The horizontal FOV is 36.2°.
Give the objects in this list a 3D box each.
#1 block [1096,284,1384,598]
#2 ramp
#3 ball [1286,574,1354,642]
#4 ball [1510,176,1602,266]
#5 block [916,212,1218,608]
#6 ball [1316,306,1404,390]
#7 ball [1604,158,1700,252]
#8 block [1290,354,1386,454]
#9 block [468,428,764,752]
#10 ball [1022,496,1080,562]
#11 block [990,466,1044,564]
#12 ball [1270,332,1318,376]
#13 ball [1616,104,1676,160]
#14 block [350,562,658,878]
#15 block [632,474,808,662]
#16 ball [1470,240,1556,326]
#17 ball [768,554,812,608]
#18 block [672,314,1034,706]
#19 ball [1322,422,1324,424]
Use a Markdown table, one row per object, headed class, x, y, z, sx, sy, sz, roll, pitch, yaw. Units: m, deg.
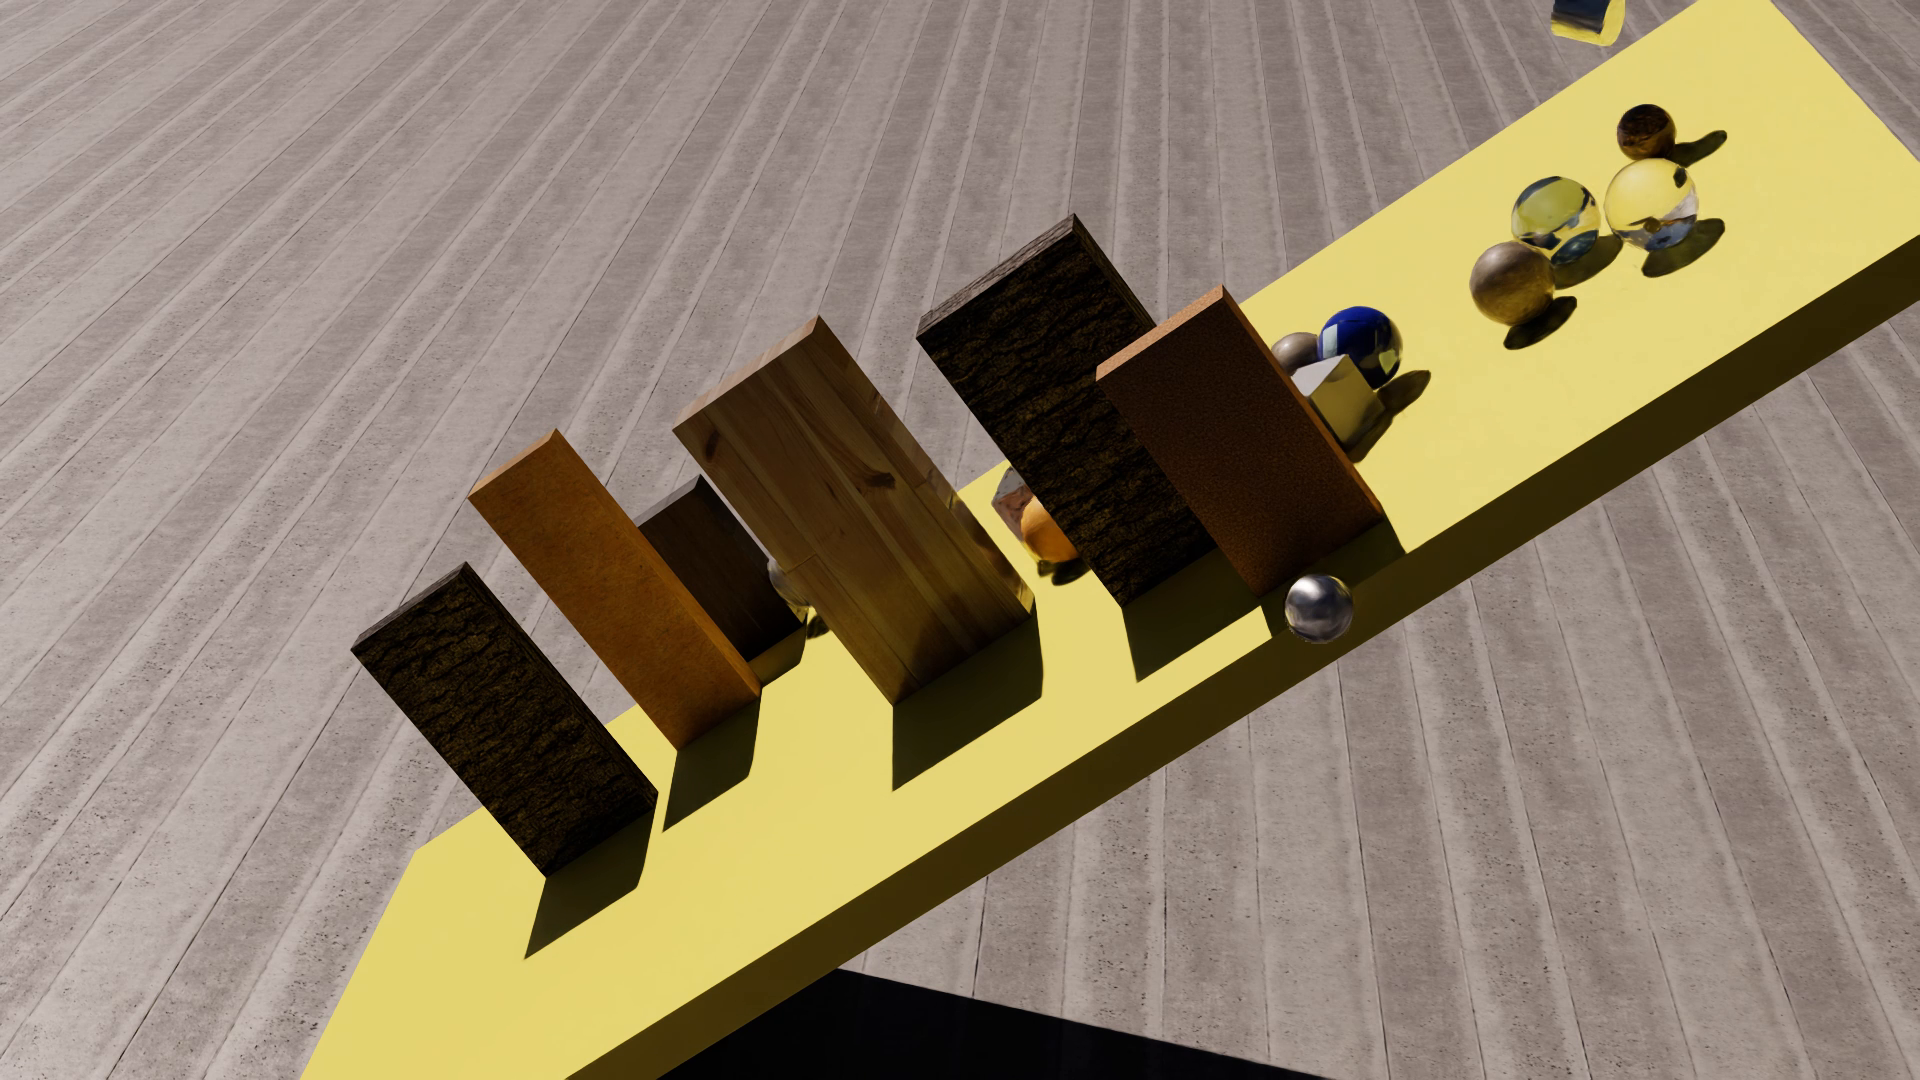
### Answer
| class | x | y | z | sx | sy | sz | roll | pitch | yaw |
| --- | --- | --- | --- | --- | --- | --- | --- | --- | --- |
| block | 0.508 | -0.175 | 5.329 | 0.274 | 0.515 | 0.084 | -33 | 16 | 16 |
| ramp | 0.132 | 0.176 | 6.314 | 4.000 | 0.100 | 2.000 | -33 | 16 | 16 |
| ball | 0.621 | 0.117 | 5.078 | 0.119 | 0.119 | 0.119 | 0 | 22 | 0 |
| ball | 1.172 | -0.627 | 5.789 | 0.175 | 0.175 | 0.175 | 0 | 22 | 0 |
| block | 0.269 | -0.248 | 5.746 | 0.369 | 0.686 | 0.131 | -33 | 16 | 16 |
| ball | 0.797 | -0.380 | 5.856 | 0.173 | 0.173 | 0.173 | 0 | 22 | 0 |
| ball | 1.297 | -0.629 | 5.516 | 0.176 | 0.176 | 0.176 | 0 | 22 | 0 |
| block | 0.716 | -0.255 | 5.792 | 0.142 | 0.142 | 0.142 | -46 | 18 | -33 |
| block | -0.801 | 0.121 | 6.881 | 0.246 | 0.786 | 0.088 | -33 | 16 | 16 |
| ball | 0.210 | -0.032 | 6.249 | 0.160 | 0.160 | 0.160 | 0 | 22 | 0 |
| block | 0.202 | -0.090 | 6.413 | 0.172 | 0.172 | 0.172 | -30 | 17 | 26 |
| ball | 0.702 | -0.345 | 6.024 | 0.161 | 0.161 | 0.161 | 0 | 22 | 0 |
| ball | 1.393 | -0.824 | 5.969 | 0.120 | 0.120 | 0.120 | 0 | 22 | 0 |
| block | -1.035 | 0.415 | 6.713 | 0.320 | 0.703 | 0.085 | -33 | 16 | 16 |
| block | -0.619 | 0.098 | 7.204 | 0.282 | 0.436 | 0.104 | -33 | 16 | 16 |
| ball | 1.065 | -0.494 | 5.669 | 0.164 | 0.164 | 0.164 | 0 | 22 | 0 |
| ball | -0.368 | 0.065 | 7.132 | 0.197 | 0.197 | 0.197 | 0 | 22 | 0 |
| block | -0.216 | -0.055 | 6.135 | 0.365 | 0.759 | 0.123 | -33 | 16 | 16 |
| ball | 0.635 | -0.172 | 5.683 | 0.172 | 0.172 | 0.172 | 0 | 22 | 0 |
